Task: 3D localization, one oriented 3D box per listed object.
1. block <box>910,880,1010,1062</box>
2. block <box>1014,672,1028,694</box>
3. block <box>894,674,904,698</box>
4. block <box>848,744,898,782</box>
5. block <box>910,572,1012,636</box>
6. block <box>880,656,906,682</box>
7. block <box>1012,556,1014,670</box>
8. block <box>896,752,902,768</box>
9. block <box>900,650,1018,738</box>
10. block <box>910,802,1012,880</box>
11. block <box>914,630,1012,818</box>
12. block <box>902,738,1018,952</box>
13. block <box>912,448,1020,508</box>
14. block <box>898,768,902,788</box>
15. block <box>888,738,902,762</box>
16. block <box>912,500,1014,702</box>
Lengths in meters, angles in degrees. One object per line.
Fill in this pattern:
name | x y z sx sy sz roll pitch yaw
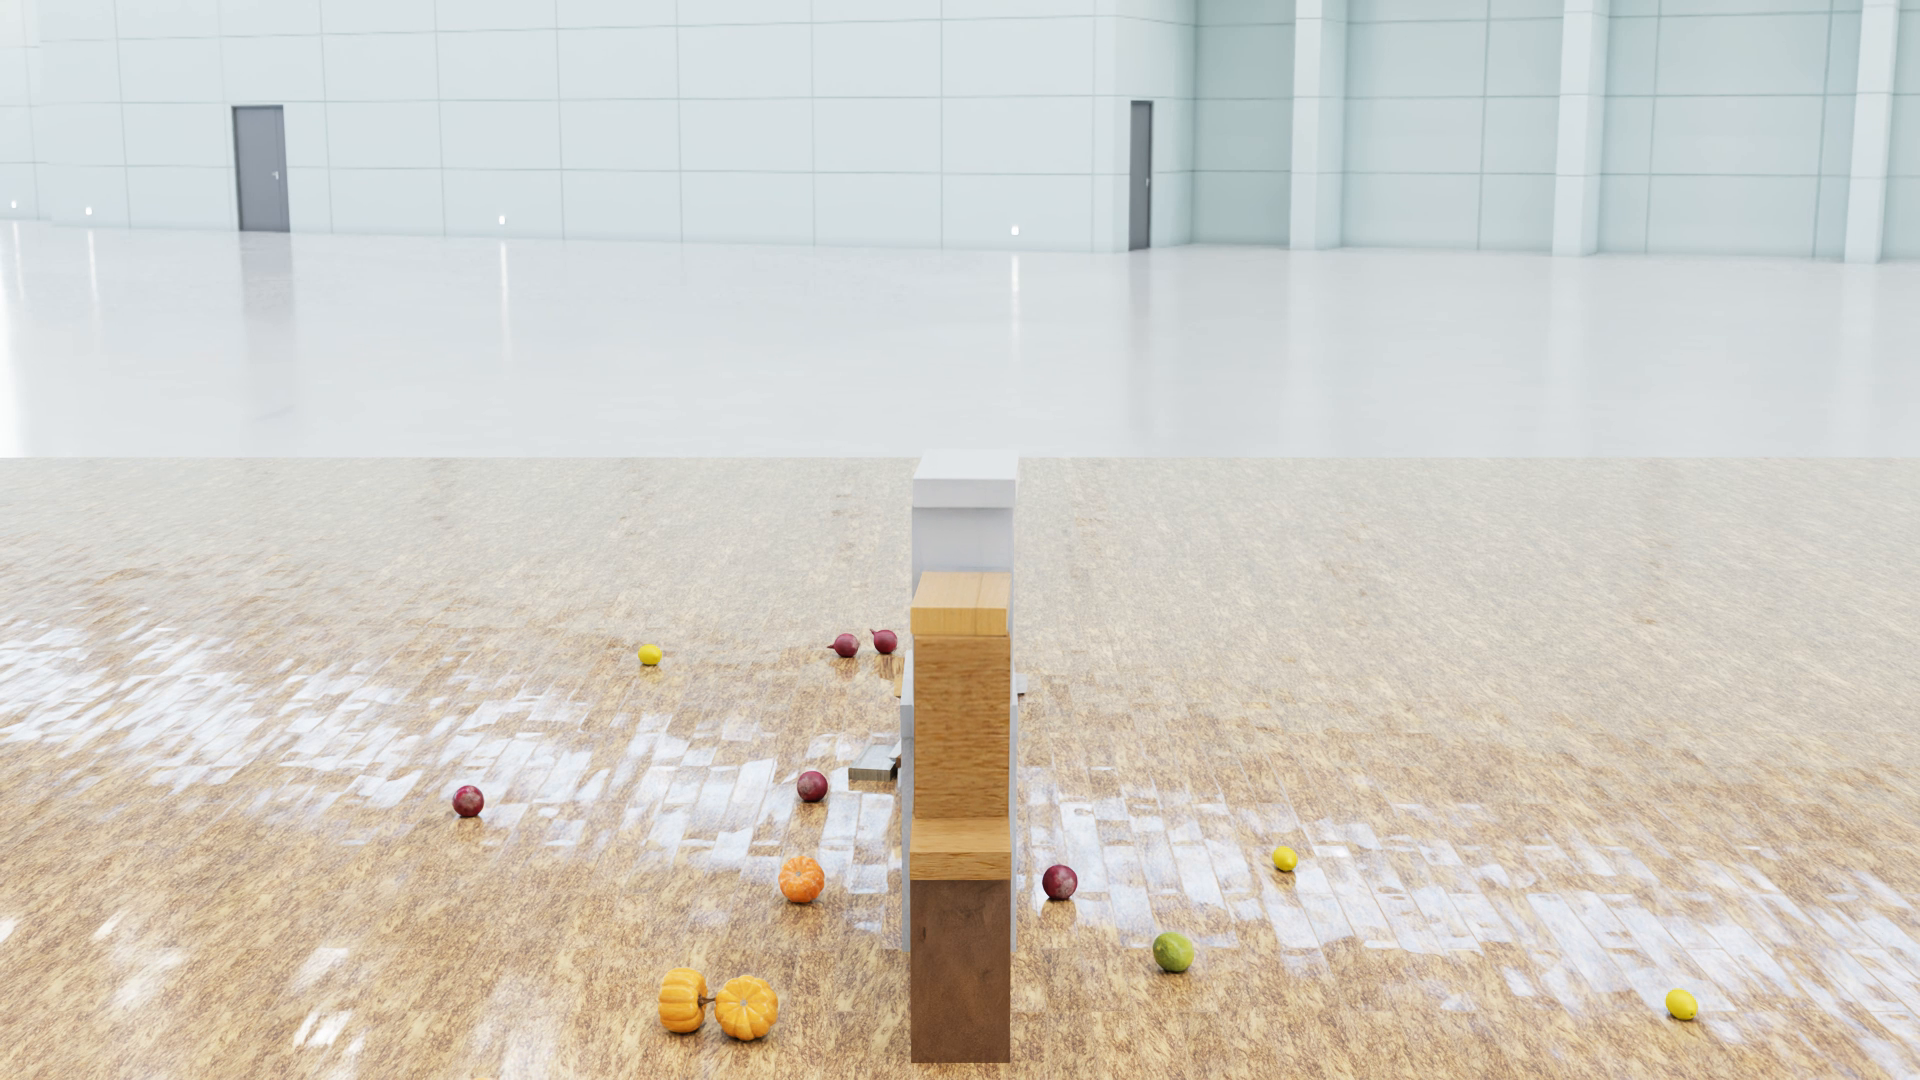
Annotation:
block | 0.001 0.577 2.996 0.135 0.271 0.038 0 11 0
block | 0.038 0.314 4.865 0.149 0.042 0.299 3 -1 17
block | -0.019 0.327 4.564 0.149 0.042 0.435 2 -9 10
block | -0.163 0.444 4.387 0.084 0.024 0.168 2 11 10
block | 0.004 0.089 3.133 0.131 0.037 0.262 0 10 3
block | -0.037 0.284 4.568 0.149 0.042 0.299 0 -10 22
block | 0.010 0.056 3.502 0.151 0.301 0.043 0 13 0
block | -0.015 0.440 4.237 0.203 0.024 0.084 17 34 28
block | -0.001 0.240 3.480 0.177 0.050 0.354 0 11 0
block | 0.001 0.409 3.057 0.135 0.038 0.271 0 11 0
block | 0.002 0.256 3.049 0.131 0.262 0.037 -1 16 -4
block | -0.001 0.460 3.401 0.177 0.354 0.050 0 11 0
block | 0.013 -0.097 3.380 0.151 0.043 0.301 1 11 3
block | -0.008 0.444 3.942 0.117 0.033 0.234 -8 -20 23
block | -0.094 0.390 4.340 0.112 0.016 0.056 -53 17 -20
block | 0.004 0.092 3.313 0.151 0.301 0.043 0 9 1
